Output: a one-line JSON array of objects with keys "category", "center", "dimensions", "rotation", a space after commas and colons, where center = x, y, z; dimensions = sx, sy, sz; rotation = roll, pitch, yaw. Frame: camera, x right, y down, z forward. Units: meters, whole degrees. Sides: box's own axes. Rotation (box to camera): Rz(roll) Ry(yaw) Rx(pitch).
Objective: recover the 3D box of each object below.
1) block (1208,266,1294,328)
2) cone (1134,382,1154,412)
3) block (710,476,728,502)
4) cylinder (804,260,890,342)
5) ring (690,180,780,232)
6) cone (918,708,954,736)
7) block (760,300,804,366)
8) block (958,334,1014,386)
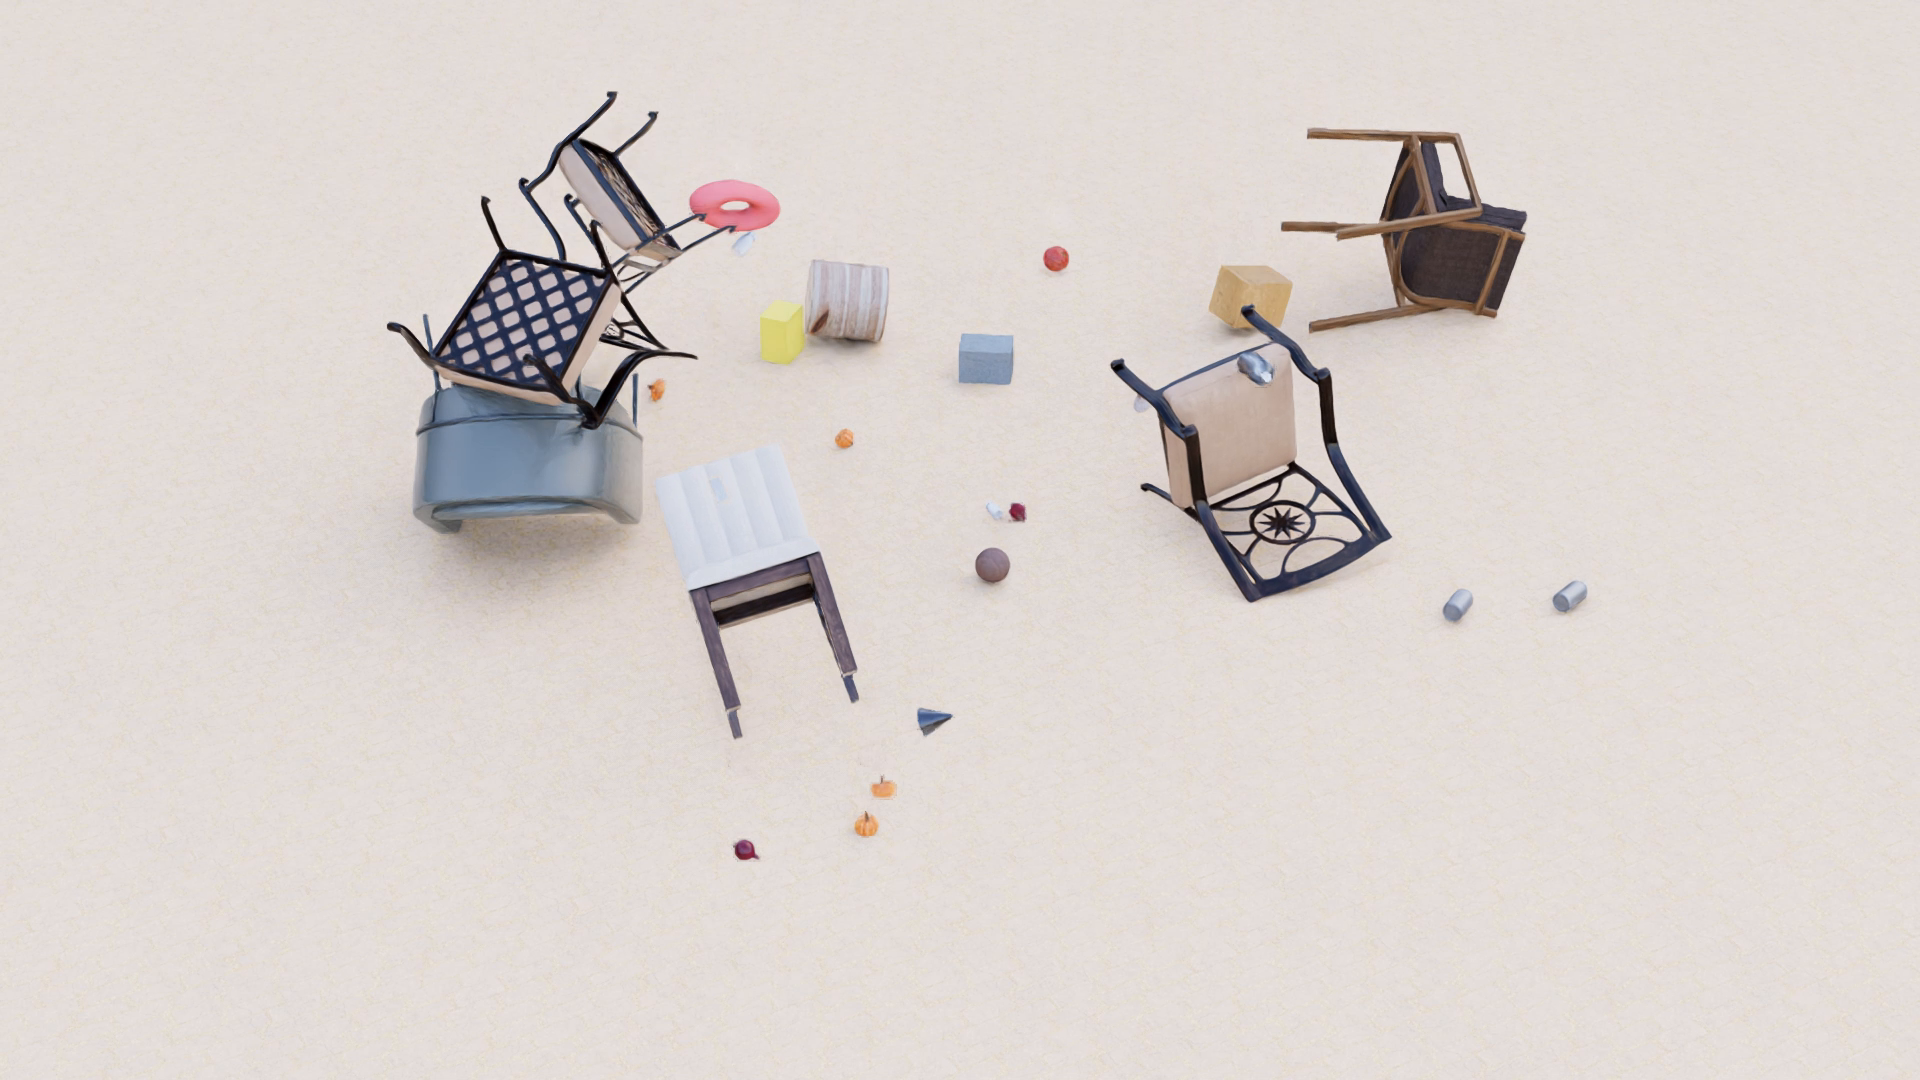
[{"category": "block", "center": [1.214, -1.016, 12.238], "dimensions": [0.258, 0.202, 0.179], "rotation": [-3, 29, -34]}, {"category": "cone", "center": [0.738, -0.594, 11.757], "dimensions": [0.076, 0.098, 0.169], "rotation": [7, 34, 11]}, {"category": "block", "center": [-0.774, -0.162, 9.416], "dimensions": [0.033, 0.078, 0.028], "rotation": [-24, 9, -9]}, {"category": "cylinder", "center": [-0.469, -0.990, 12.121], "dimensions": [0.312, 0.314, 0.273], "rotation": [5, 21, -9]}, {"category": "ring", "center": [-0.929, -1.380, 12.102], "dimensions": [0.400, 0.211, 0.123], "rotation": [3, 34, -27]}, {"category": "cone", "center": [-0.069, 0.603, 9.896], "dimensions": [0.115, 0.113, 0.101], "rotation": [-14, 60, 20]}, {"category": "block", "center": [-0.731, -0.854, 12.056], "dimensions": [0.121, 0.202, 0.157], "rotation": [13, 36, 19]}, {"category": "block", "center": [0.106, -0.736, 11.926], "dimensions": [0.213, 0.149, 0.146], "rotation": [3, 34, 5]}]
